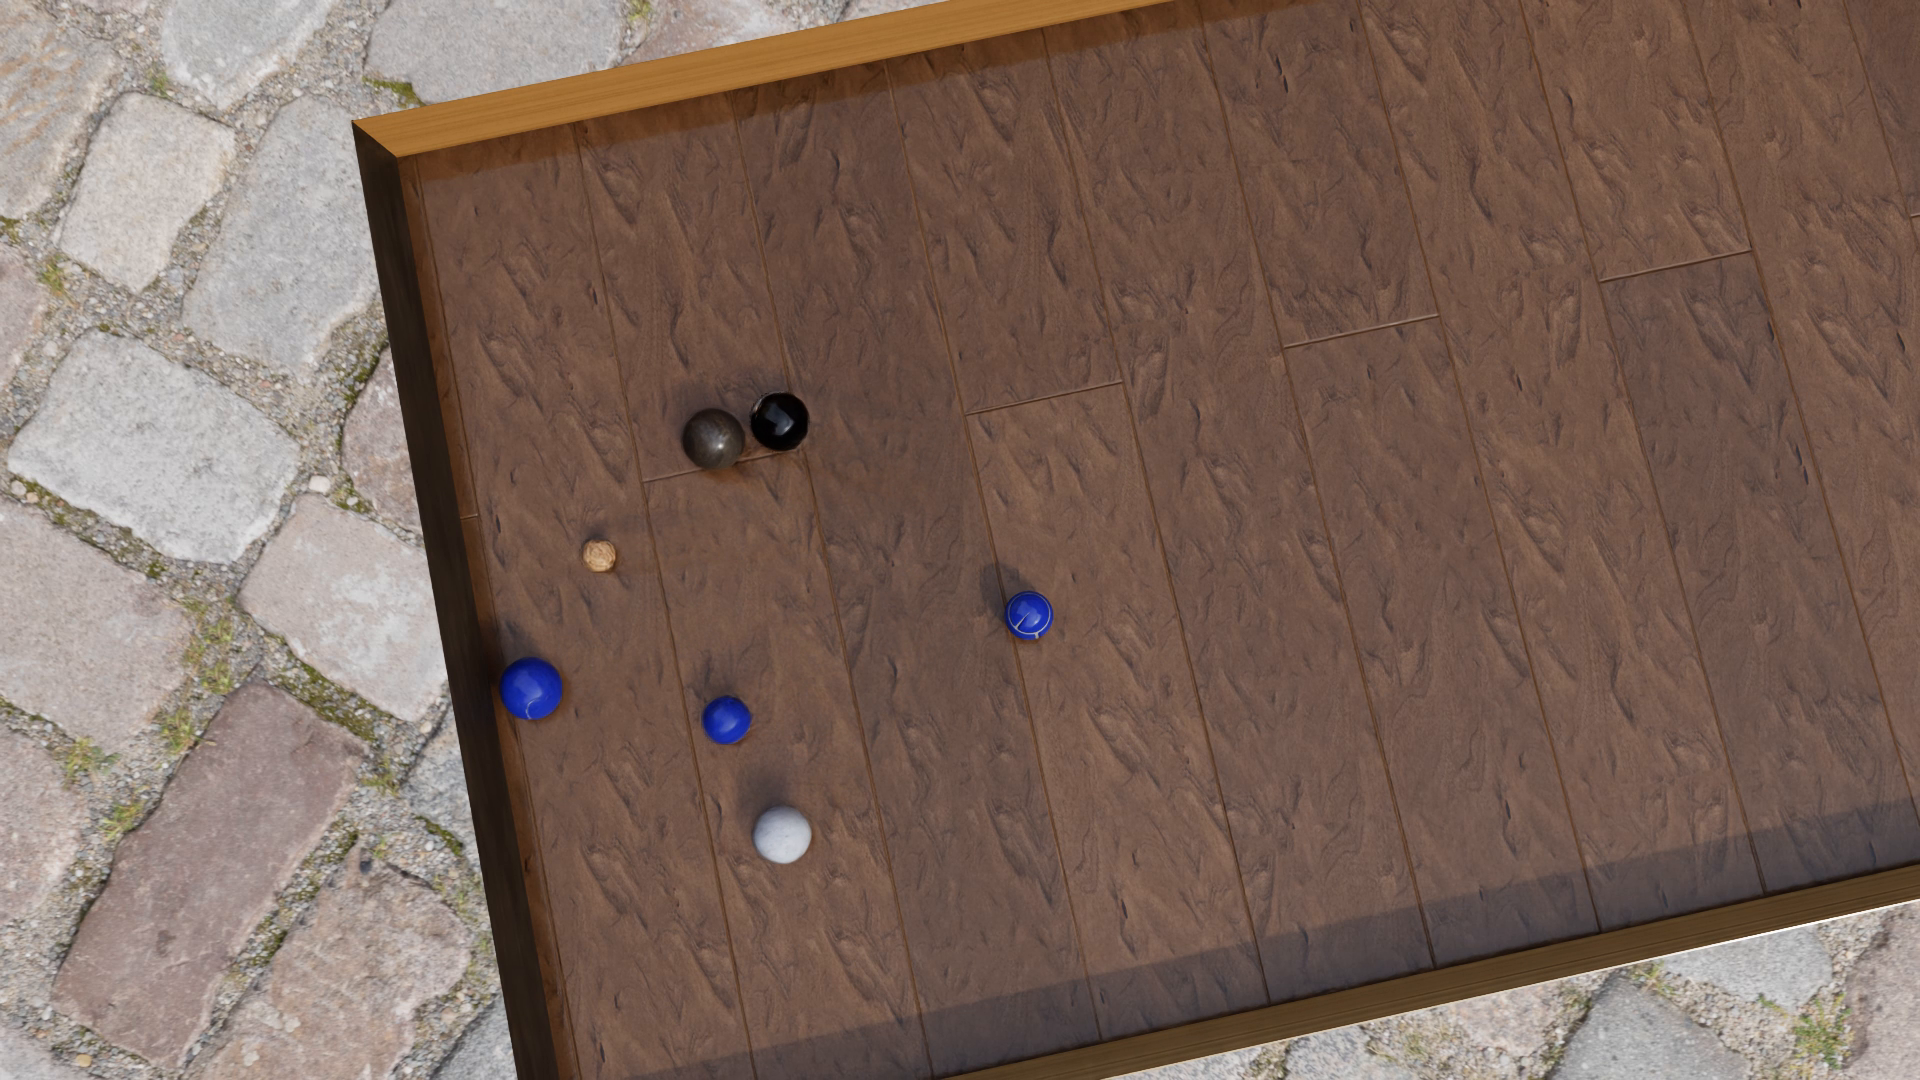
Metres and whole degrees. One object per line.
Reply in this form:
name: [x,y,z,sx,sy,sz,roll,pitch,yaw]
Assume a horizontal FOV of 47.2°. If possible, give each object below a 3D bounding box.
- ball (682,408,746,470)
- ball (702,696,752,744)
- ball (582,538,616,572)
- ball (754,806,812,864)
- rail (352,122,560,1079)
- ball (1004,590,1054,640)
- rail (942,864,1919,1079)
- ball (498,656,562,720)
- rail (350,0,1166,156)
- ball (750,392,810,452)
ball: [-0.369,-0.151,3.300,0.094,0.094,0.094,0,80,0]
ball: [-0.343,0.265,3.237,0.071,0.071,0.071,0,80,0]
ball: [-0.541,0.023,3.291,0.050,0.050,0.050,0,80,0]
ball: [-0.258,0.429,3.201,0.084,0.084,0.084,0,80,0]
rail: [-0.726,0.149,3.231,0.045,0.122,1.609,-12,80,-2]
ball: [0.102,0.112,3.263,0.074,0.074,0.074,0,80,0]
rail: [0.912,0.590,3.152,3.063,0.122,0.045,-12,80,-2]
ball: [-0.632,0.218,3.235,0.092,0.092,0.092,0,80,0]
rail: [0.585,-0.914,3.421,3.063,0.122,0.045,-12,80,-2]
ball: [-0.270,-0.178,3.307,0.090,0.090,0.090,0,80,0]
